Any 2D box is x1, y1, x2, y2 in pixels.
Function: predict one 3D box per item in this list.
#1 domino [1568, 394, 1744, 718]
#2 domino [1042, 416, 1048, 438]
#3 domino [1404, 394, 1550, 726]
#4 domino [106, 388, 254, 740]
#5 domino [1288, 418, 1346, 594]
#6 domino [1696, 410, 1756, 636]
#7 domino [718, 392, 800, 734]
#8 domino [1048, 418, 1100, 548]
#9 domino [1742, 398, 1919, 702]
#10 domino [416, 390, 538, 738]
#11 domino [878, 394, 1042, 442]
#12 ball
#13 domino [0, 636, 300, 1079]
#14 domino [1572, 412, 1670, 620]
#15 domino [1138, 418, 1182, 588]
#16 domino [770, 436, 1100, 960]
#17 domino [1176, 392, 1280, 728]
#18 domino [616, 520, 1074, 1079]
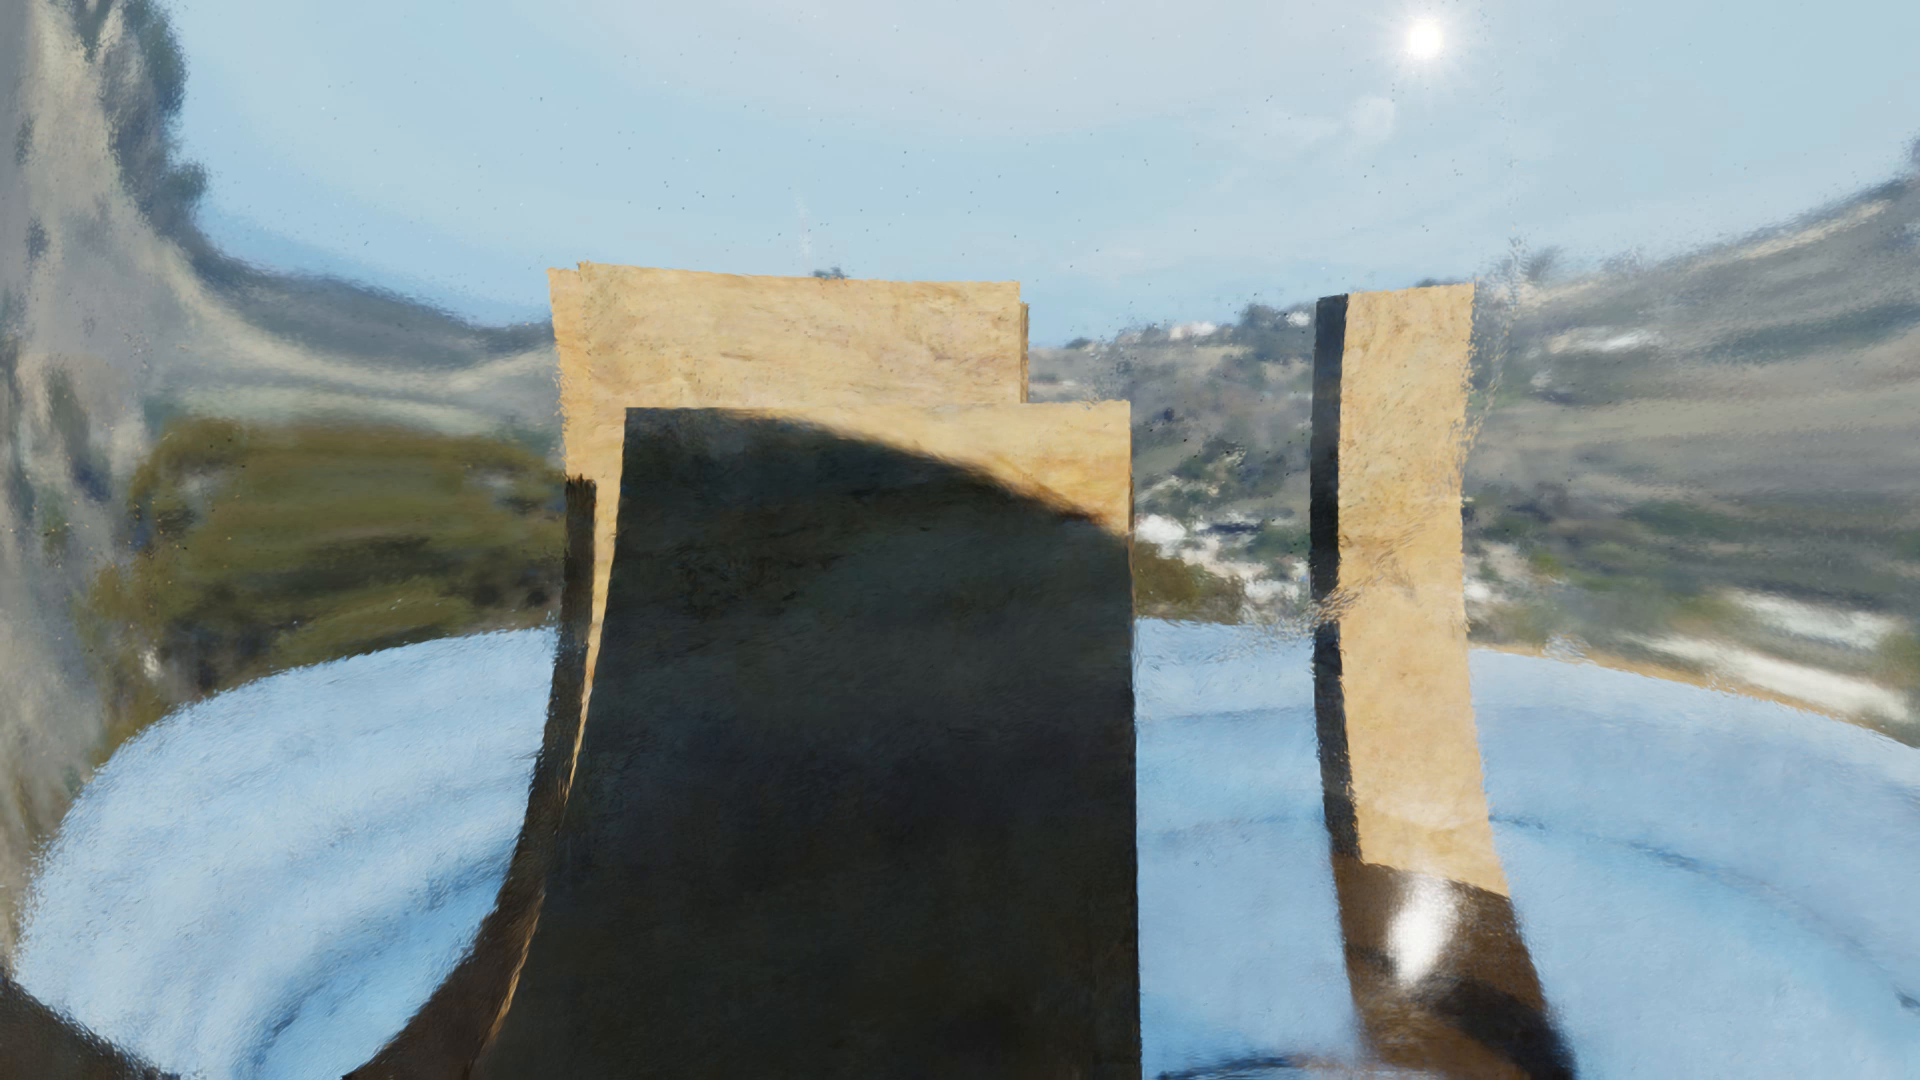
[{"bbox_3d":[0.113,0.002,0.211,0.009,0.050,0.025,-1,4,-12],"label":"domino"},{"bbox_3d":[0.011,-0.009,0.353,0.025,0.050,0.010,2,5,21],"label":"domino"},{"bbox_3d":[0.082,0.002,0.205,0.009,0.050,0.025,0,4,-6],"label":"domino"},{"bbox_3d":[-0.115,0.003,0.191,0.009,0.050,0.025,-1,4,-13],"label":"domino"},{"bbox_3d":[0.104,-0.011,0.375,0.010,0.050,0.025,2,5,30],"label":"domino"},{"bbox_3d":[0.181,-0.004,0.290,0.025,0.050,0.010,-1,5,-19],"label":"domino"},{"bbox_3d":[-0.031,0.003,0.199,0.010,0.050,0.025,0,4,-3],"label":"domino"},{"bbox_3d":[0.029,-0.011,0.381,0.009,0.050,0.025,-3,5,-36],"label":"domino"},{"bbox_3d":[0.152,0.001,0.223,0.009,0.050,0.025,-2,5,-24],"label":"domino"},{"bbox_3d":[-0.073,0.003,0.197,0.009,0.050,0.025,0,4,-4],"label":"domino"},{"bbox_3d":[0.000,0.002,0.201,0.025,0.050,0.010,0,4,0],"label":"domino"},{"bbox_3d":[0.004,-0.002,0.047,0.080,0.080,0.080,0,4,0],"label":"ball"},{"bbox_3d":[-0.060,0.023,0.084,0.010,0.025,0.050,-30,12,-12],"label":"domino"},{"bbox_3d":[0.165,-0.006,0.320,0.025,0.050,0.009,-3,5,-35],"label":"domino"},{"bbox_3d":[0.060,-0.012,0.389,0.009,0.050,0.025,0,4,1],"label":"domino"},{"bbox_3d":[0.000,0.012,0.117,0.025,0.009,0.050,-1,49,7],"label":"domino"},{"bbox_3d":[0.042,0.002,0.203,0.009,0.050,0.025,0,4,-2],"label":"domino"},{"bbox_3d":[-0.010,0.018,0.092,0.025,0.010,0.050,-1,39,-11],"label":"domino"}]
